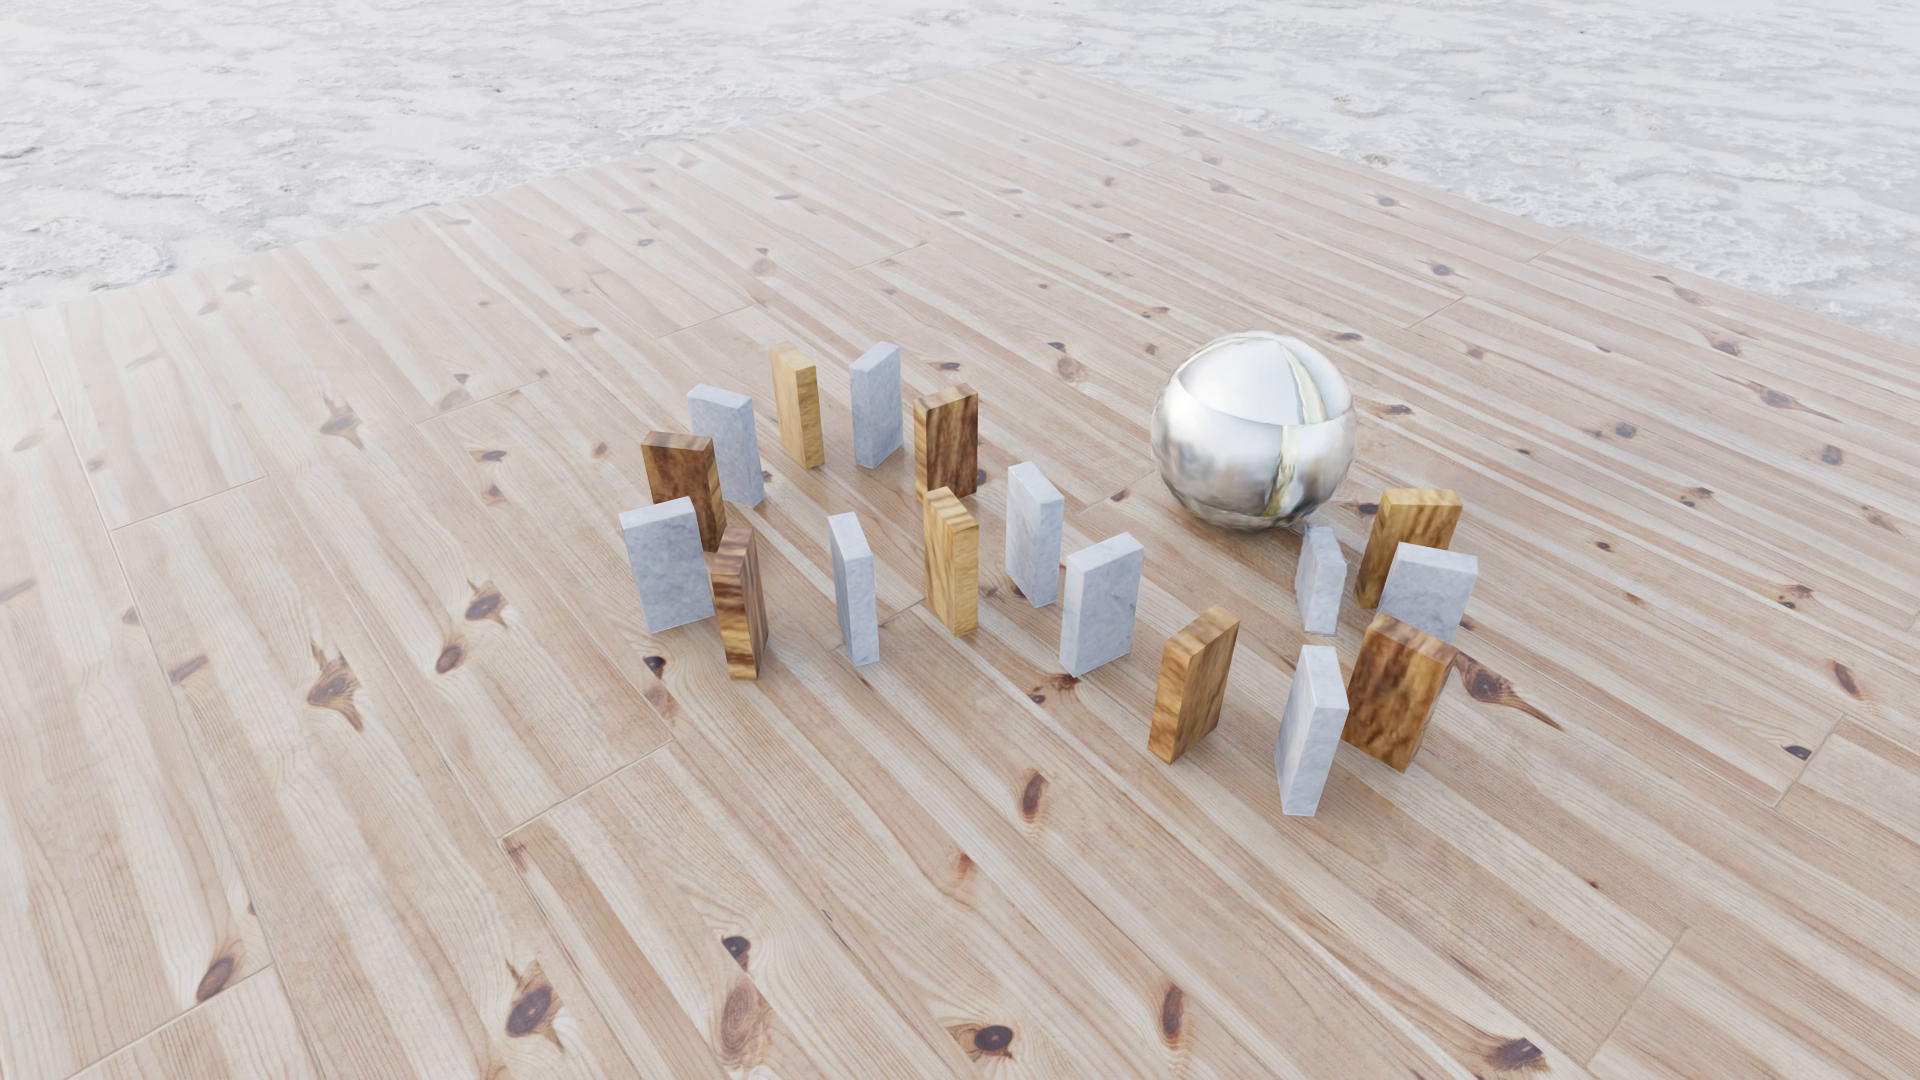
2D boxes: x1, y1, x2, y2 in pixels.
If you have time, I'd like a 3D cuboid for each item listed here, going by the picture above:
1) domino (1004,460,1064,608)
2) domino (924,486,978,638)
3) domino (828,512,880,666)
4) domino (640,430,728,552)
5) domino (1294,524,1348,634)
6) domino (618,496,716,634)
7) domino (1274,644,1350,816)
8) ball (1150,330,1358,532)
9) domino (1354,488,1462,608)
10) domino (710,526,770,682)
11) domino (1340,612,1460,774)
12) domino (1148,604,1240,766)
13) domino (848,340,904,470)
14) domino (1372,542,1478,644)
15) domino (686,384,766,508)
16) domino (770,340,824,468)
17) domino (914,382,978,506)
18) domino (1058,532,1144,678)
[{"bbox_3d":[0.027,-0.002,0.414,0.009,0.050,0.025,-17,42,-20],"label":"domino"},{"bbox_3d":[-0.003,0.008,0.401,0.009,0.050,0.025,-18,42,-20],"label":"domino"},{"bbox_3d":[-0.037,0.018,0.390,0.010,0.050,0.025,-12,41,-14],"label":"domino"},{"bbox_3d":[-0.108,-0.018,0.434,0.025,0.050,0.009,7,40,8],"label":"domino"},{"bbox_3d":[0.131,0.013,0.401,0.010,0.025,0.050,9,18,10],"label":"domino"},{"bbox_3d":[-0.106,0.010,0.400,0.025,0.050,0.009,-16,42,-19],"label":"domino"},{"bbox_3d":[0.108,0.059,0.339,0.009,0.050,0.025,3,39,4],"label":"domino"},{"bbox_3d":[0.117,-0.043,0.440,0.080,0.080,0.080,0,39,0],"label":"ball"},{"bbox_3d":[0.165,0.004,0.407,0.025,0.050,0.009,1,39,2],"label":"domino"},{"bbox_3d":[-0.076,0.023,0.384,0.010,0.050,0.025,1,39,2],"label":"domino"},{"bbox_3d":[0.138,0.049,0.351,0.025,0.050,0.010,30,48,31],"label":"domino"},{"bbox_3d":[0.075,0.047,0.354,0.025,0.050,0.009,-30,48,-31],"label":"domino"},{"bbox_3d":[-0.036,-0.059,0.483,0.009,0.050,0.025,20,44,23],"label":"domino"},{"bbox_3d":[0.159,0.025,0.381,0.025,0.050,0.010,12,41,14],"label":"domino"},{"bbox_3d":[-0.097,-0.039,0.459,0.025,0.050,0.010,17,42,19],"label":"domino"},{"bbox_3d":[-0.071,-0.059,0.484,0.009,0.050,0.025,-23,44,-25],"label":"domino"},{"bbox_3d":[-0.006,-0.038,0.458,0.025,0.050,0.009,-22,44,-25],"label":"domino"},{"bbox_3d":[0.049,0.023,0.383,0.025,0.050,0.010,-21,44,-24],"label":"domino"}]
